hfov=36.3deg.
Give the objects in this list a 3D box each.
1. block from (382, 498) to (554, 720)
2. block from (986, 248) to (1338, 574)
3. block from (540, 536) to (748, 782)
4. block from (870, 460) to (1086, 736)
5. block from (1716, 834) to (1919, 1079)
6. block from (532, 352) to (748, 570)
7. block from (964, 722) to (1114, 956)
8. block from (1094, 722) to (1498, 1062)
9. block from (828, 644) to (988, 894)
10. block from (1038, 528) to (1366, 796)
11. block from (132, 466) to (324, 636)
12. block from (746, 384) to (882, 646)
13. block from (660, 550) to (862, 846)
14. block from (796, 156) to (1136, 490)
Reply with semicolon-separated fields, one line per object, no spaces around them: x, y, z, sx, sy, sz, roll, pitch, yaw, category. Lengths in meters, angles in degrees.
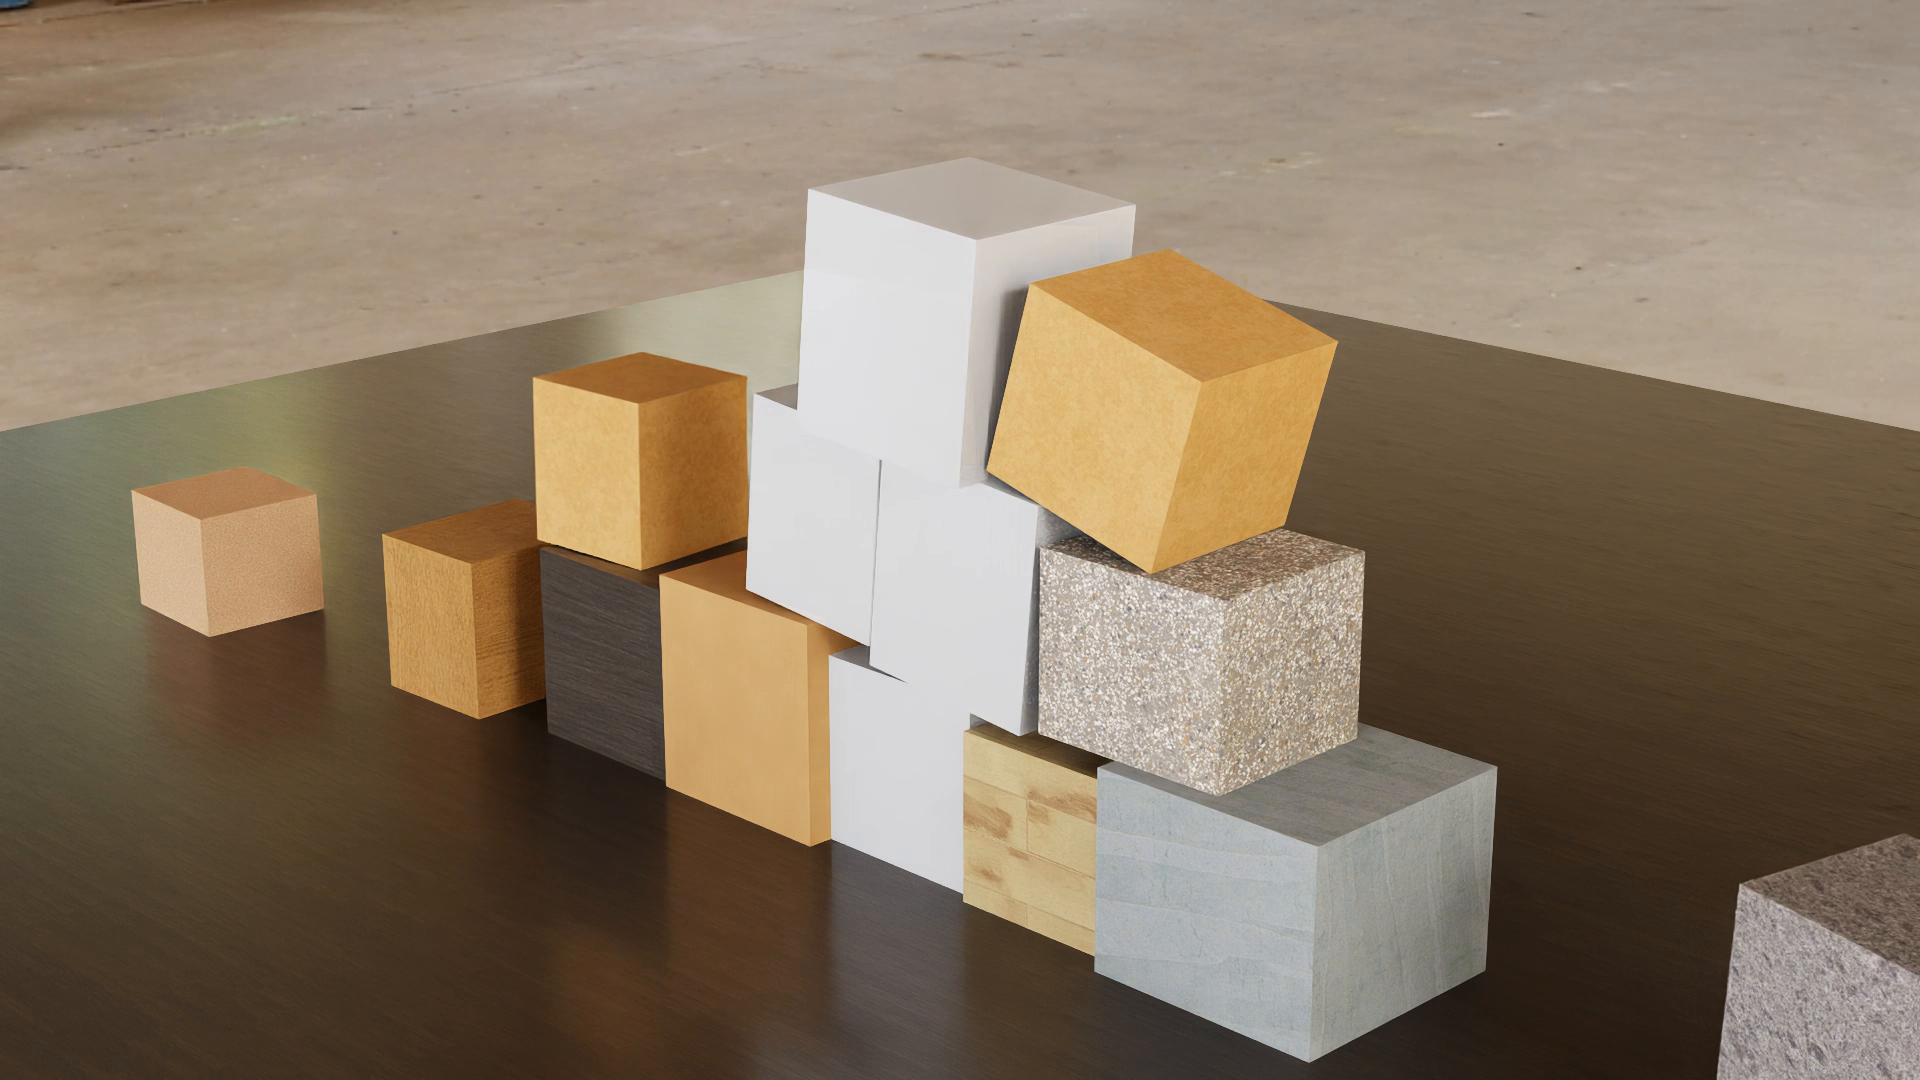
-2.485;0.355;15.789;0.757;0.855;0.909;16;23;41;block
0.842;-0.561;12.339;0.947;0.888;0.903;33;34;33;block
-1.447;0.524;15.017;0.949;0.996;0.992;-17;24;-42;block
0.285;0.115;13.109;0.923;1.064;0.947;-17;29;-43;block
3.440;1.823;10.690;0.880;1.079;0.922;-11;22;-30;block
-1.621;-0.416;14.919;0.760;0.853;0.758;15;22;38;block
0.638;1.236;13.045;0.870;0.820;0.893;-17;24;-42;block
1.407;1.392;12.359;1.191;0.934;1.167;-17;24;-42;block
0.001;0.986;13.672;0.801;0.921;0.923;-17;24;-42;block
1.017;0.439;12.432;1.003;0.840;0.920;17;24;42;block
-4.246;0.054;17.014;0.743;0.694;0.800;-15;23;-40;block
-0.356;-0.193;13.659;0.914;0.970;0.843;-17;29;-42;block
-0.704;0.691;14.311;1.058;1.099;1.053;17;24;42;block
0.020;-0.981;12.900;0.981;1.091;1.037;22;27;38;block
